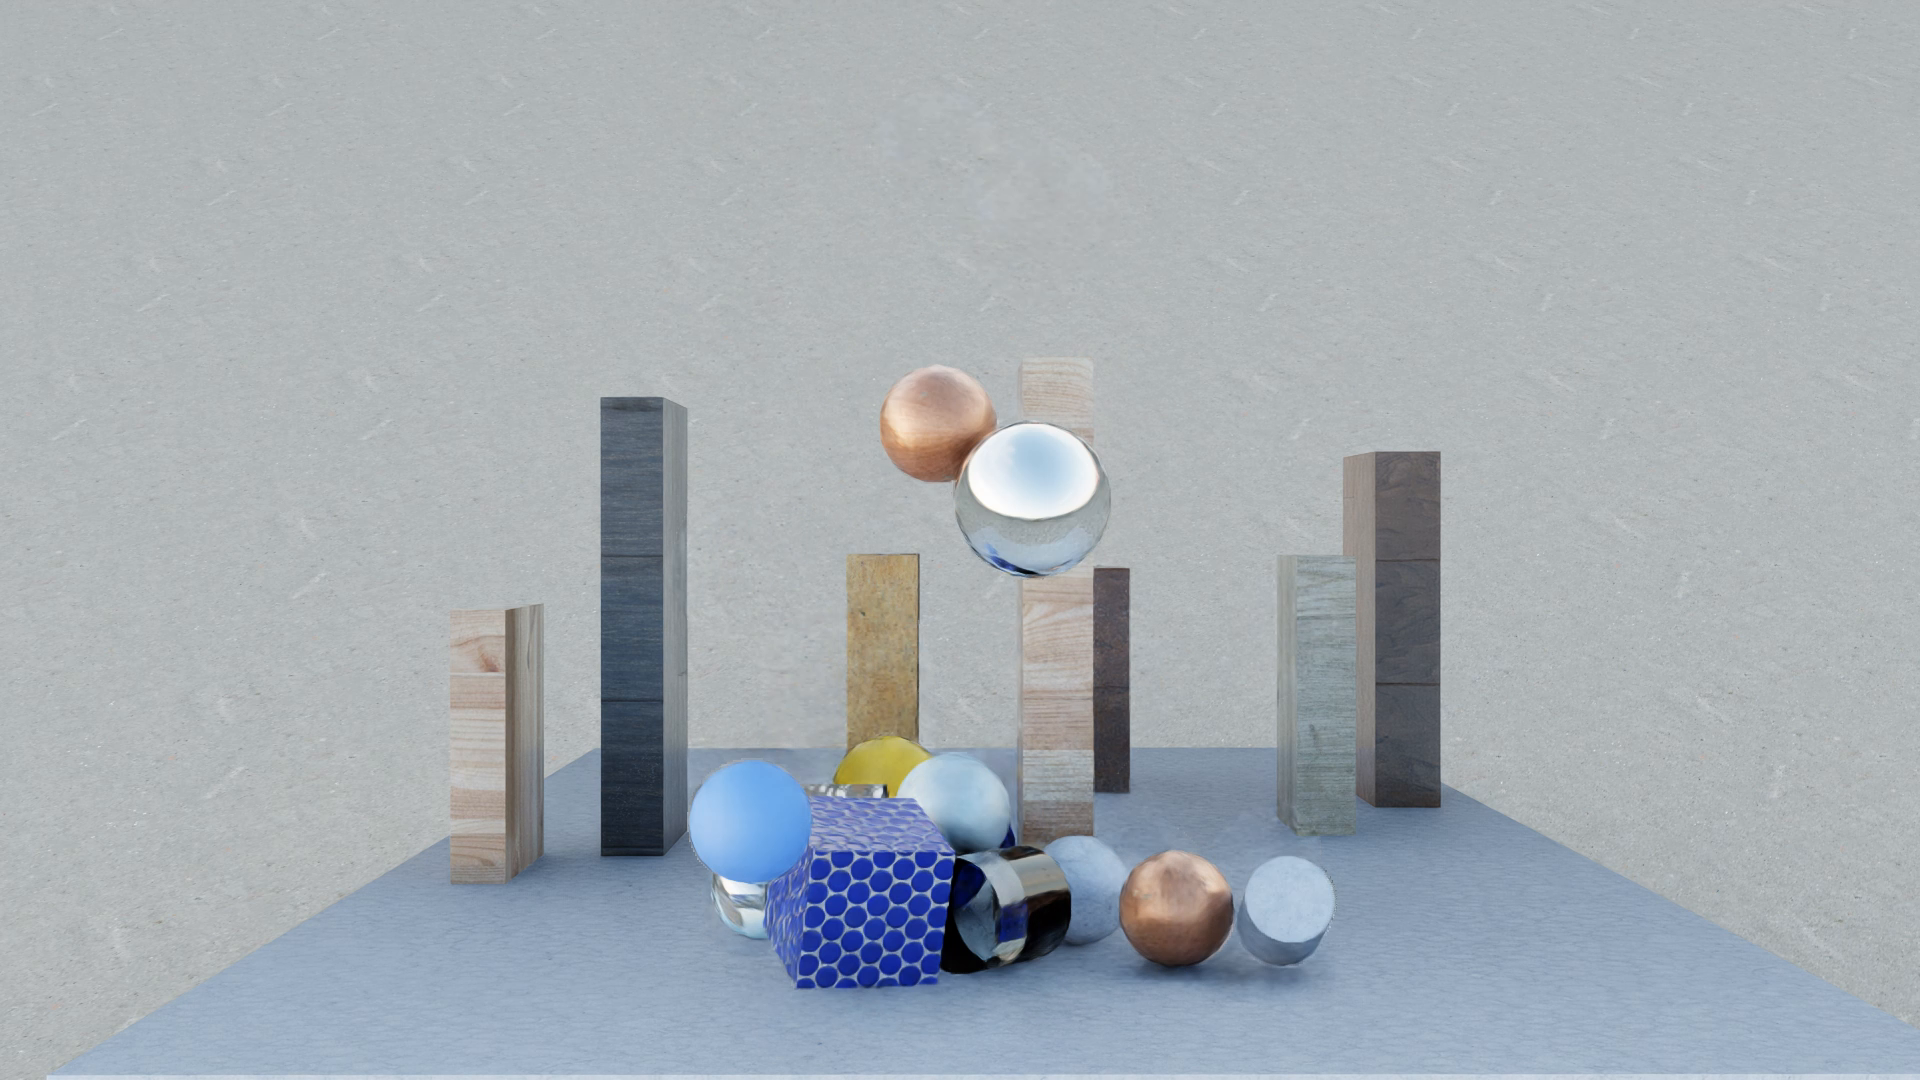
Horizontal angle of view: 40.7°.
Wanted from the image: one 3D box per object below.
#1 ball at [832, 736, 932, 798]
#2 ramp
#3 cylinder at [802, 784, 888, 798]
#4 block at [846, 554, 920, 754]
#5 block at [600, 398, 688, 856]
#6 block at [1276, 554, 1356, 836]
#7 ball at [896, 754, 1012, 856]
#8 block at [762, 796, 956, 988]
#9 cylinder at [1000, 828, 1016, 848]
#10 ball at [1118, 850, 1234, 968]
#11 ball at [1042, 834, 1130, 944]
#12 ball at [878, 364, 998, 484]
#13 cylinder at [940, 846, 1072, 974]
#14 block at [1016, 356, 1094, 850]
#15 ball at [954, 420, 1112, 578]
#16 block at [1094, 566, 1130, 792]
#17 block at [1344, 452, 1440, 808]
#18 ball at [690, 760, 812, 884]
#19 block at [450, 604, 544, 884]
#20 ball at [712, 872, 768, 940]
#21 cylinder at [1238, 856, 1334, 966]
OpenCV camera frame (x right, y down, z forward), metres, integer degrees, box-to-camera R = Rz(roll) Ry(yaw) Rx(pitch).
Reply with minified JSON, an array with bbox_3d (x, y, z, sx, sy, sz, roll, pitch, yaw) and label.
[{"bbox_3d":[-0.125,0.441,4.512,0.199,0.199,0.199,0,29,0],"label":"ball"},{"bbox_3d":[0.066,0.590,4.642,2.000,0.100,4.000,0,0,0],"label":"ramp"},{"bbox_3d":[-0.196,0.459,3.996,0.162,0.162,0.162,-1,29,4],"label":"cylinder"},{"bbox_3d":[-0.143,0.283,4.875,0.131,0.513,0.270,0,0,0],"label":"block"},{"bbox_3d":[-0.561,0.148,4.619,0.107,0.785,0.396,0,0,0],"label":"block"},{"bbox_3d":[0.669,0.284,4.871,0.107,0.510,0.299,0,0,0],"label":"block"},{"bbox_3d":[-0.010,0.361,3.425,0.155,0.155,0.155,0,29,0],"label":"ball"},{"bbox_3d":[-0.128,0.435,3.203,0.178,0.178,0.178,3,16,-19],"label":"block"},{"bbox_3d":[-0.018,0.457,3.826,0.163,0.163,0.163,-9,0,-16],"label":"cylinder"},{"bbox_3d":[0.276,0.470,3.299,0.148,0.148,0.148,0,29,0],"label":"ball"},{"bbox_3d":[0.159,0.470,3.478,0.146,0.146,0.146,0,29,0],"label":"ball"},{"bbox_3d":[-0.026,-0.135,3.020,0.138,0.138,0.138,0,29,0],"label":"ball"},{"bbox_3d":[0.040,0.469,3.293,0.147,0.147,0.147,24,14,35],"label":"cylinder"},{"bbox_3d":[0.135,0.145,3.741,0.097,0.795,0.383,0,0,0],"label":"block"},{"bbox_3d":[0.081,-0.045,2.885,0.176,0.176,0.176,0,29,0],"label":"ball"},{"bbox_3d":[0.314,0.298,5.642,0.094,0.477,0.293,0,0,0],"label":"block"},{"bbox_3d":[0.900,0.179,5.412,0.132,0.716,0.434,0,0,0],"label":"block"},{"bbox_3d":[-0.243,0.327,3.004,0.143,0.143,0.143,0,29,0],"label":"ball"},{"bbox_3d":[-0.760,0.325,4.268,0.087,0.432,0.380,0,0,0],"label":"block"},{"bbox_3d":[-0.270,0.475,3.523,0.137,0.137,0.137,0,29,0],"label":"ball"},{"bbox_3d":[0.409,0.467,3.255,0.111,0.111,0.111,0,66,0],"label":"cylinder"}]
